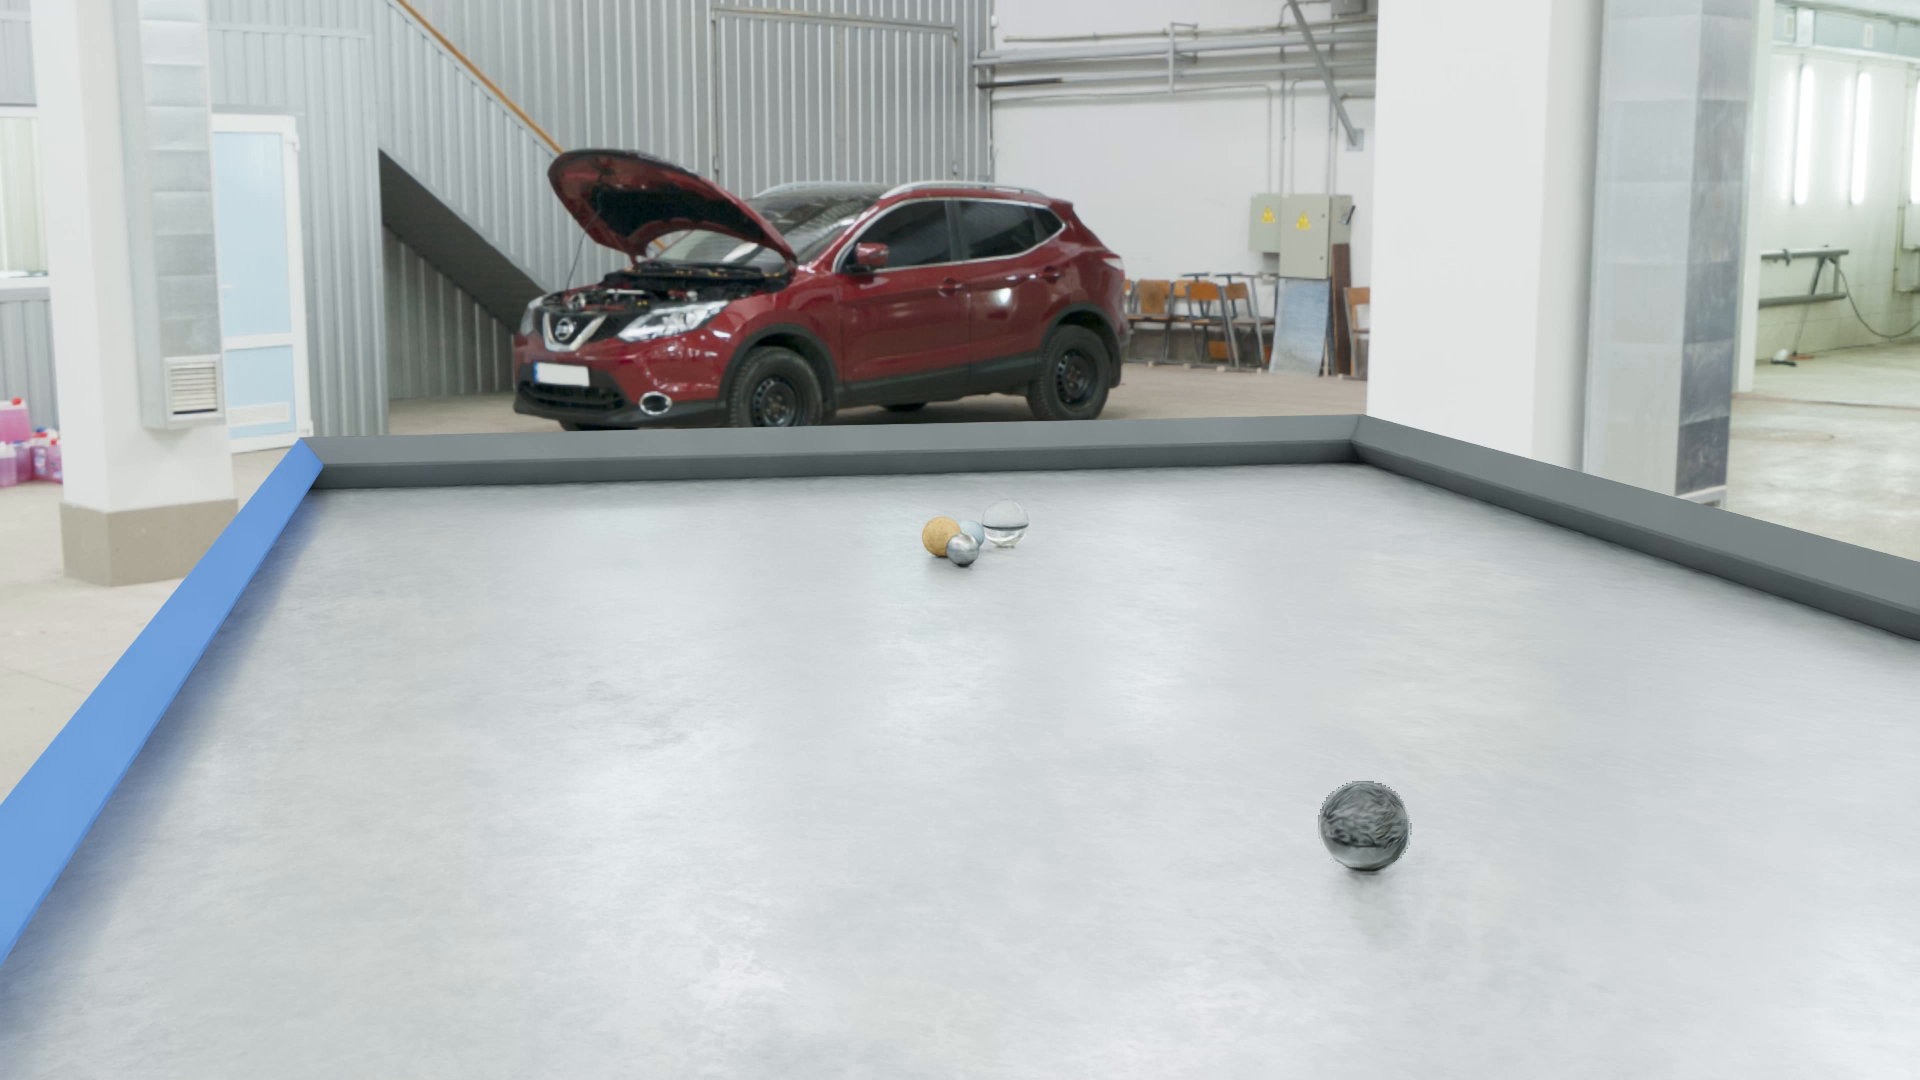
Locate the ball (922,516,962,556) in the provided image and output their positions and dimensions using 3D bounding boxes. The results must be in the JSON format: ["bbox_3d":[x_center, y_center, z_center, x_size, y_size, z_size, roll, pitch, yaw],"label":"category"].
[{"bbox_3d":[-0.028,-0.005,3.465,0.064,0.064,0.064,0,9,0],"label":"ball"}]

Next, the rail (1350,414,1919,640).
[{"bbox_3d":[1.246,0.108,2.643,0.045,0.100,4.154,-2,9,-11],"label":"rail"}]

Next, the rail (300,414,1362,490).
[{"bbox_3d":[-0.203,-0.178,4.420,2.166,0.100,0.045,-2,9,-11],"label":"rail"}]

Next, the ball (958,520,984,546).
[{"bbox_3d":[0.015,-0.008,3.523,0.050,0.050,0.050,0,9,0],"label":"ball"}]

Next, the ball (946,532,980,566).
[{"bbox_3d":[0.004,0.014,3.381,0.052,0.052,0.052,0,9,0],"label":"ball"}]

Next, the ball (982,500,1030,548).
[{"bbox_3d":[0.073,-0.027,3.559,0.077,0.077,0.077,0,9,0],"label":"ball"}]

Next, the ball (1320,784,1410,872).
[{"bbox_3d":[0.345,0.245,1.873,0.075,0.075,0.075,0,9,0],"label":"ball"}]

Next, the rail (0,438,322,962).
[{"bbox_3d":[-0.830,0.175,2.225,0.045,0.100,4.154,-2,9,-11],"label":"rail"}]
